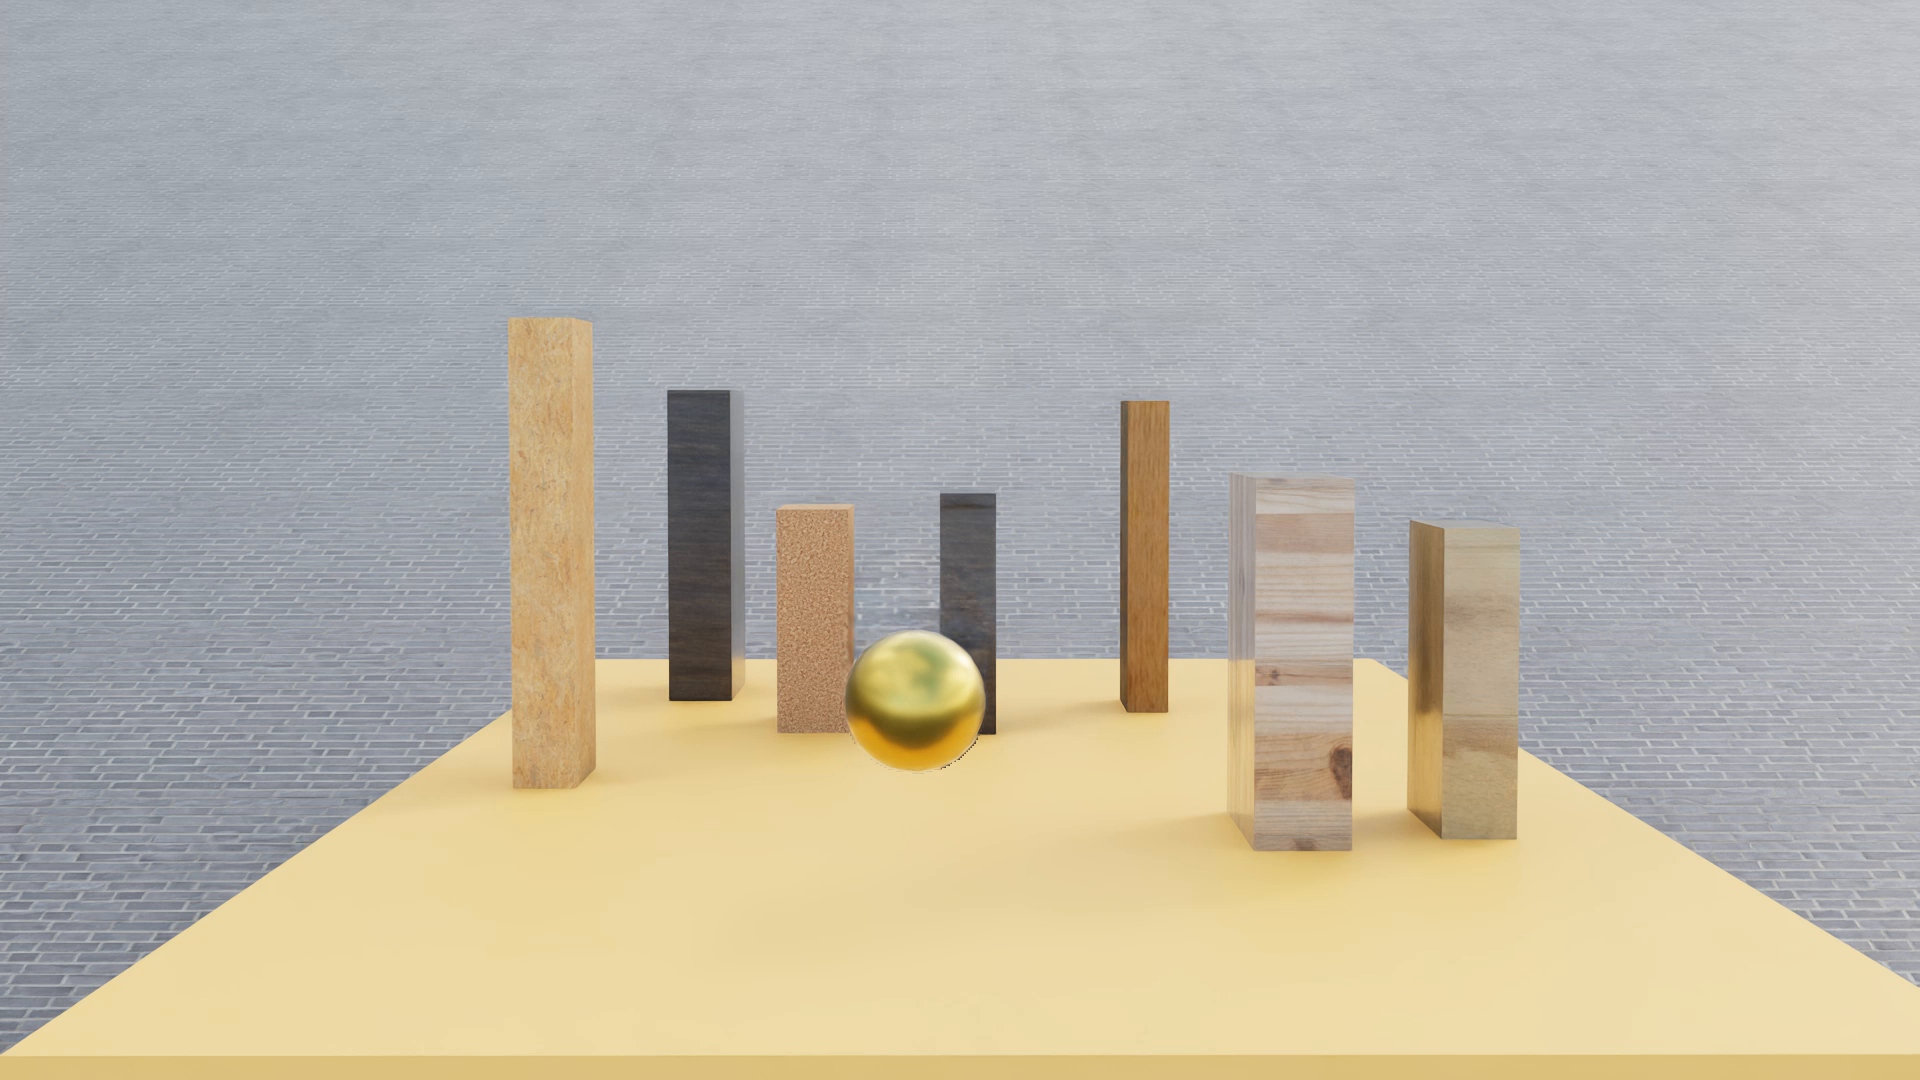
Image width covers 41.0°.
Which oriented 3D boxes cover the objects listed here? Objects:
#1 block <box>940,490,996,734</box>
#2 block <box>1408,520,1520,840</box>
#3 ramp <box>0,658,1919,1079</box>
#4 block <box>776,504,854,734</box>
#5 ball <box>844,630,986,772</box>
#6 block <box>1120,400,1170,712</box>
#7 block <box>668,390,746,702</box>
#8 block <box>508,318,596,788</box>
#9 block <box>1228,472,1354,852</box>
[{"bbox_3d":[0.016,0.138,5.133,0.109,0.471,0.255,0,3,0],"label":"block"},{"bbox_3d":[0.767,0.205,3.931,0.111,0.460,0.293,0,3,0],"label":"block"},{"bbox_3d":[0.050,0.455,4.532,2.000,0.100,4.000,0,3,0],"label":"ramp"},{"bbox_3d":[-0.289,0.152,5.172,0.141,0.439,0.281,0,3,0],"label":"block"},{"bbox_3d":[-0.047,0.165,2.650,0.146,0.146,0.146,0,22,0],"label":"ball"},{"bbox_3d":[0.392,0.030,5.483,0.086,0.651,0.248,0,3,0],"label":"block"},{"bbox_3d":[-0.565,0.004,5.760,0.136,0.676,0.365,0,3,0],"label":"block"},{"bbox_3d":[-0.697,0.017,4.411,0.105,0.787,0.246,0,3,0],"label":"block"},{"bbox_3d":[0.493,0.170,3.866,0.141,0.536,0.366,0,3,0],"label":"block"}]
